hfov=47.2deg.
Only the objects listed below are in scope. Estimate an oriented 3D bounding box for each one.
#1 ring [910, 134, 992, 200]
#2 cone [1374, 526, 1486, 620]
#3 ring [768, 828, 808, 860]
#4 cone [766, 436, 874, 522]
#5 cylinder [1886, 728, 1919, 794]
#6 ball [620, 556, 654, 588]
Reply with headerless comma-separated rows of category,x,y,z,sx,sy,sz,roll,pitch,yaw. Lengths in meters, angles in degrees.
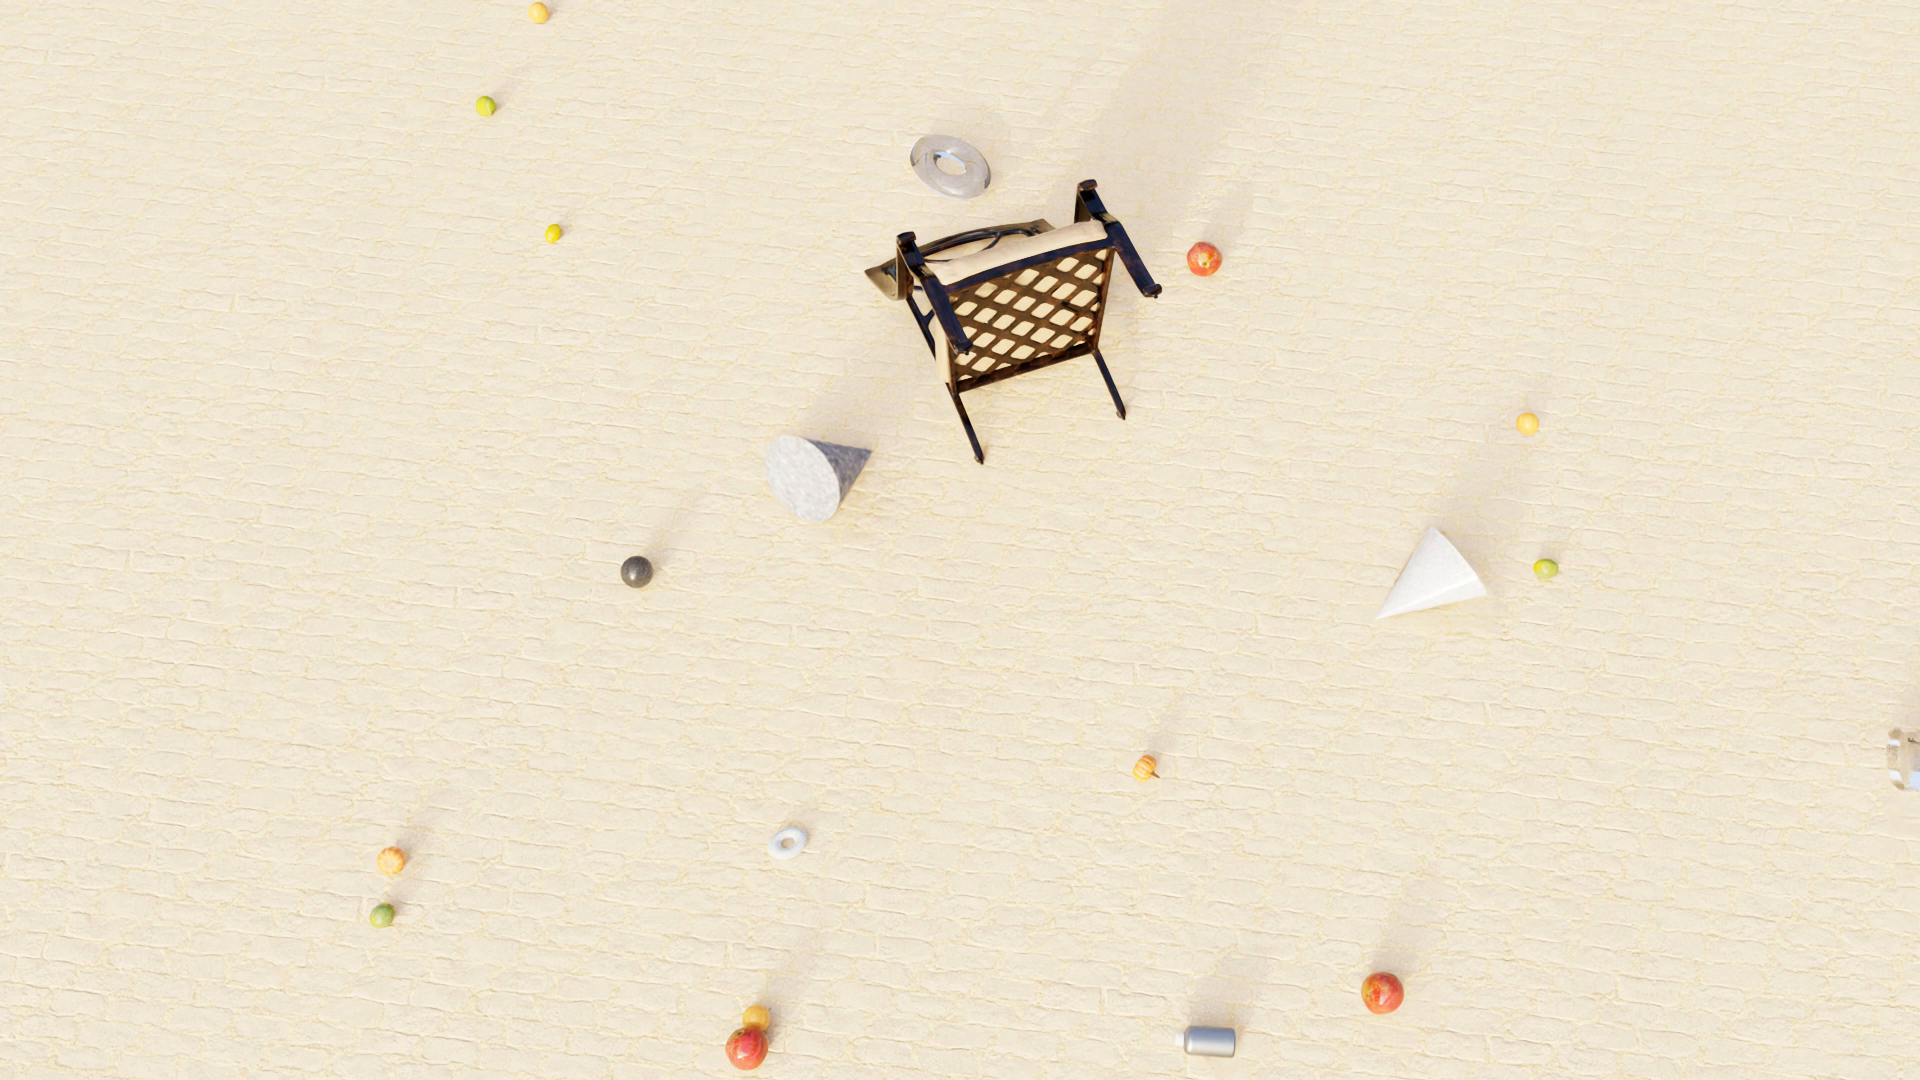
ring,-0.033,-1.254,7.378,0.226,0.063,0.323,-39,65,-22
cone,1.331,0.145,6.413,0.294,0.203,0.300,-35,37,2
ring,-0.470,0.827,6.002,0.116,0.029,0.089,-28,60,-18
cone,-0.368,-0.229,6.654,0.315,0.261,0.309,25,33,35
cylinder,2.646,0.612,6.061,0.112,0.149,0.224,7,26,4
ball,-0.948,0.094,6.452,0.098,0.098,0.098,0,56,0
